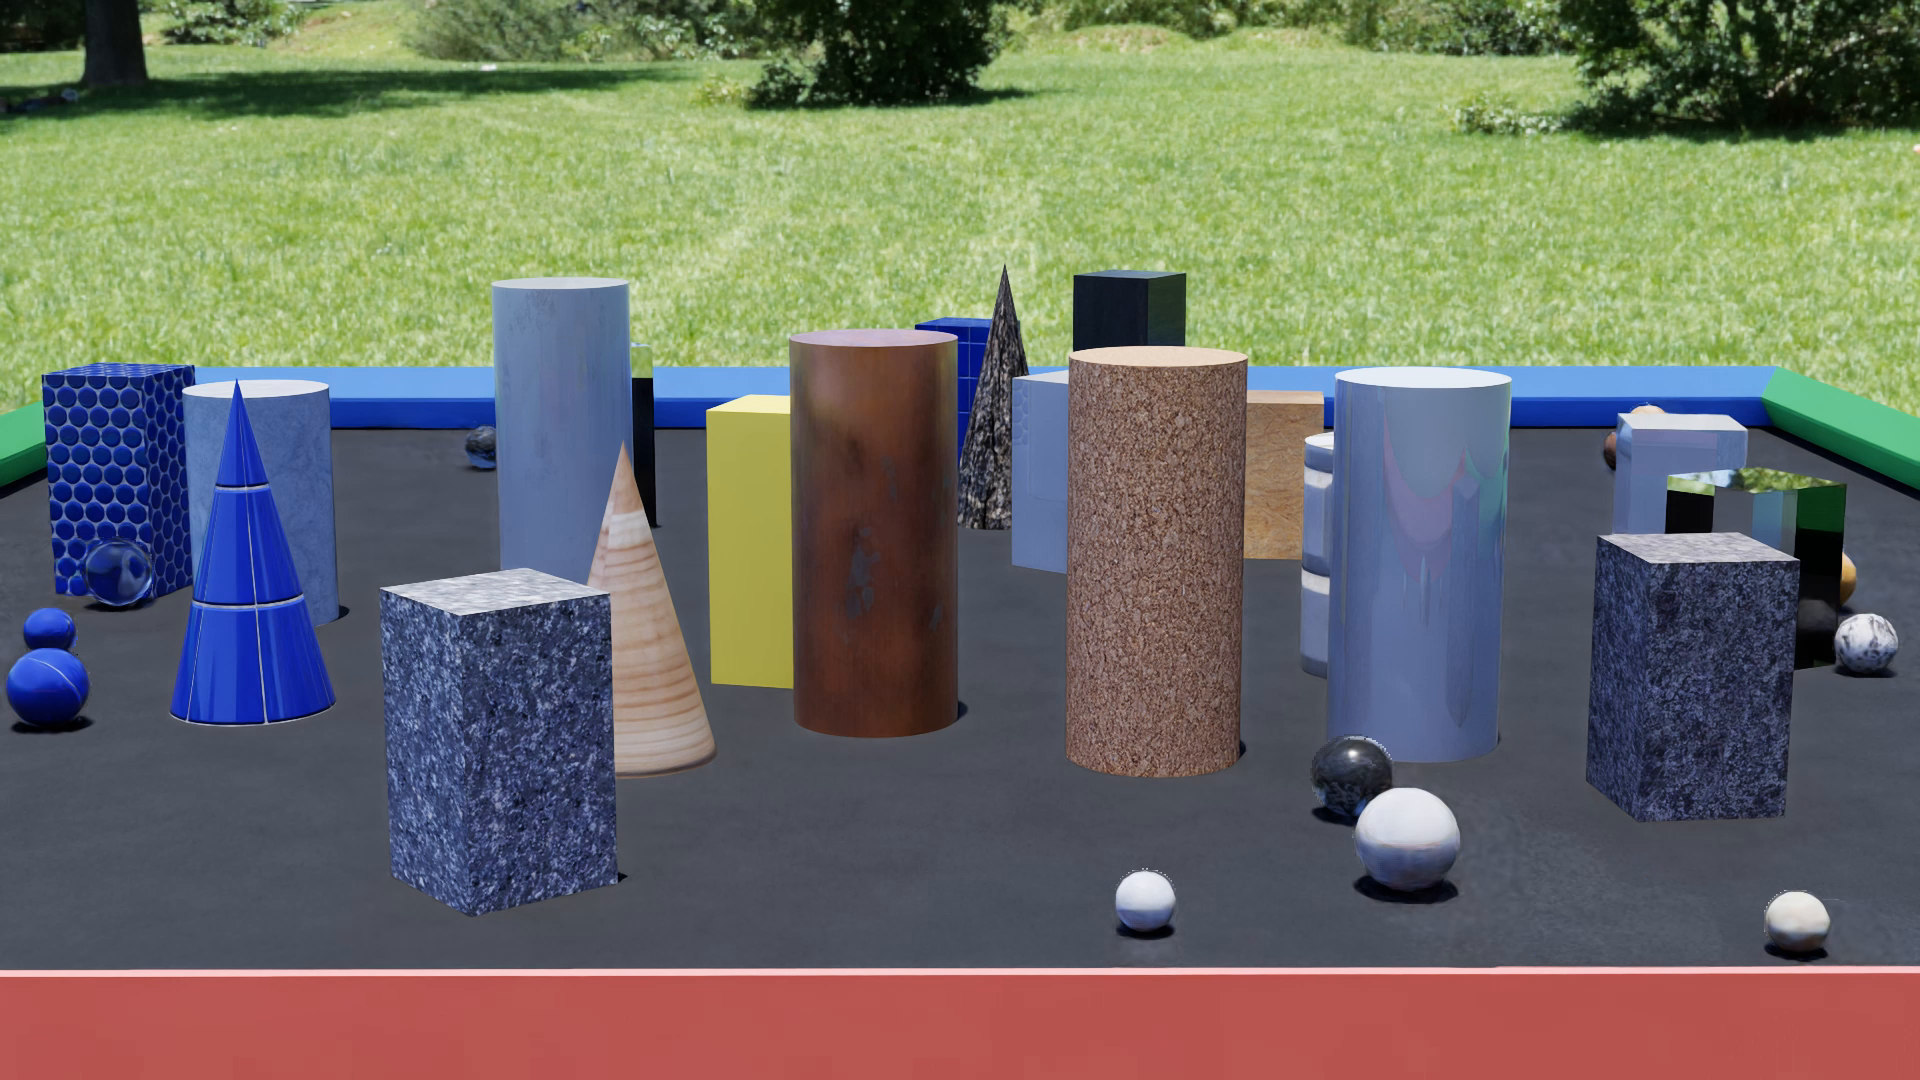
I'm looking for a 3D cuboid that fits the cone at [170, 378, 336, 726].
[{"bbox_3d":[-0.807,0.004,2.897,0.185,0.378,0.185,0,11,0],"label":"cone"}]

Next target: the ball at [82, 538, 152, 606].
[{"bbox_3d":[-1.138,0.044,3.466,0.091,0.091,0.091,0,11,0],"label":"ball"}]

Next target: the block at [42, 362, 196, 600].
[{"bbox_3d":[-1.161,-0.085,3.570,0.148,0.305,0.148,2,11,12],"label":"block"}]

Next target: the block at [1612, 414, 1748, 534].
[{"bbox_3d":[0.967,-0.036,3.462,0.148,0.249,0.148,1,11,6],"label":"block"}]

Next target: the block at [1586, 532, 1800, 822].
[{"bbox_3d":[0.722,0.133,2.541,0.148,0.255,0.148,-1,11,-6],"label":"block"}]

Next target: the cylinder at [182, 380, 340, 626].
[{"bbox_3d":[-0.916,-0.047,3.365,0.185,0.306,0.185,0,11,0],"label":"cylinder"}]

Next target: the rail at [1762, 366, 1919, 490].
[{"bbox_3d":[1.631,0.029,3.459,0.045,0.120,3.472,0,11,0],"label":"rail"}]

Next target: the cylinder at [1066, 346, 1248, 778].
[{"bbox_3d":[0.205,0.019,2.691,0.185,0.425,0.185,0,11,0],"label":"cylinder"}]

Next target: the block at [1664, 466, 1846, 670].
[{"bbox_3d":[0.970,0.036,3.144,0.148,0.223,0.148,-5,12,-26],"label":"block"}]

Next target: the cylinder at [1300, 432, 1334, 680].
[{"bbox_3d":[0.505,0.019,3.093,0.185,0.277,0.185,0,11,0],"label":"cylinder"}]

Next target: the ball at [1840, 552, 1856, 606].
[{"bbox_3d":[1.156,0.051,3.437,0.087,0.087,0.087,0,11,0],"label":"ball"}]

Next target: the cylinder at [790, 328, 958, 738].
[{"bbox_3d":[-0.094,-0.012,2.845,0.185,0.428,0.185,0,11,0],"label":"cylinder"}]

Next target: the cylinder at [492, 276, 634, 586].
[{"bbox_3d":[-0.538,-0.135,3.496,0.185,0.431,0.185,0,11,0],"label":"cylinder"}]

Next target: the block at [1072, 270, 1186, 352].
[{"bbox_3d":[0.300,-0.295,4.559,0.148,0.355,0.148,6,12,31],"label":"block"}]

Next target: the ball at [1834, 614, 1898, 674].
[{"bbox_3d":[1.090,0.124,3.086,0.072,0.072,0.072,0,11,0],"label":"ball"}]

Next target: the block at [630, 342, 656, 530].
[{"bbox_3d":[-0.581,-0.163,4.032,0.148,0.289,0.148,-7,13,-35],"label":"block"}]

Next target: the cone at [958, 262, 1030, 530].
[{"bbox_3d":[0.071,-0.235,4.080,0.185,0.413,0.185,0,11,0],"label":"cone"}]

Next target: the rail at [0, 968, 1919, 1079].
[{"bbox_3d":[0.010,0.346,1.767,3.309,0.120,0.045,0,11,0],"label":"rail"}]

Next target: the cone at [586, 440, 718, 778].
[{"bbox_3d":[-0.350,0.062,2.695,0.185,0.338,0.185,0,11,0],"label":"cone"}]

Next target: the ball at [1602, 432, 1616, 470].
[{"bbox_3d":[1.187,-0.158,4.576,0.079,0.079,0.079,0,11,0],"label":"ball"}]

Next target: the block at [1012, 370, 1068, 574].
[{"bbox_3d":[0.180,-0.100,3.732,0.148,0.275,0.148,9,14,40],"label":"block"}]

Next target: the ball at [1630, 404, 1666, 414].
[{"bbox_3d":[1.293,-0.210,4.825,0.089,0.089,0.089,0,11,0],"label":"ball"}]

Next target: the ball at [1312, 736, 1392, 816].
[{"bbox_3d":[0.383,0.231,2.502,0.078,0.078,0.078,0,11,0],"label":"ball"}]

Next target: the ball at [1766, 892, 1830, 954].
[{"bbox_3d":[0.692,0.316,2.119,0.051,0.051,0.051,0,11,0],"label":"ball"}]

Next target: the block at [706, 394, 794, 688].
[{"bbox_3d":[-0.204,0.000,3.060,0.148,0.326,0.148,3,11,15],"label":"block"}]

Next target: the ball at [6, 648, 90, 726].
[{"bbox_3d":[-1.009,0.163,2.838,0.088,0.088,0.088,0,11,0],"label":"ball"}]

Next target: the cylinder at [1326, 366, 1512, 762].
[{"bbox_3d":[0.489,0.022,2.749,0.185,0.396,0.185,0,11,0],"label":"cylinder"}]

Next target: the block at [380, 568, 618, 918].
[{"bbox_3d":[-0.411,0.175,2.287,0.148,0.266,0.148,-9,14,-38],"label":"block"}]

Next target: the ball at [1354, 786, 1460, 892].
[{"bbox_3d":[0.397,0.265,2.276,0.092,0.092,0.092,0,11,0],"label":"ball"}]

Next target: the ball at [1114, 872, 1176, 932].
[{"bbox_3d":[0.157,0.306,2.171,0.051,0.051,0.051,0,11,0],"label":"ball"}]

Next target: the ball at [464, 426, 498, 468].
[{"bbox_3d":[-0.856,-0.167,4.632,0.076,0.076,0.076,0,11,0],"label":"ball"}]

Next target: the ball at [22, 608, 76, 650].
[{"bbox_3d":[-1.125,0.114,3.168,0.062,0.062,0.062,0,11,0],"label":"ball"}]

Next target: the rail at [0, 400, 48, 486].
[{"bbox_3d":[-1.631,0.033,3.440,0.045,0.120,3.472,0,11,0],"label":"rail"}]

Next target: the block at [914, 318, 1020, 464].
[{"bbox_3d":[0.015,-0.267,4.672,0.148,0.258,0.148,4,11,21],"label":"block"}]

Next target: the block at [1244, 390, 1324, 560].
[{"bbox_3d":[0.467,-0.100,3.847,0.148,0.232,0.148,1,11,7],"label":"block"}]

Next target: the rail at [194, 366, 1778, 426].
[{"bbox_3d":[-0.010,-0.284,5.133,3.309,0.120,0.045,0,11,0],"label":"rail"}]
